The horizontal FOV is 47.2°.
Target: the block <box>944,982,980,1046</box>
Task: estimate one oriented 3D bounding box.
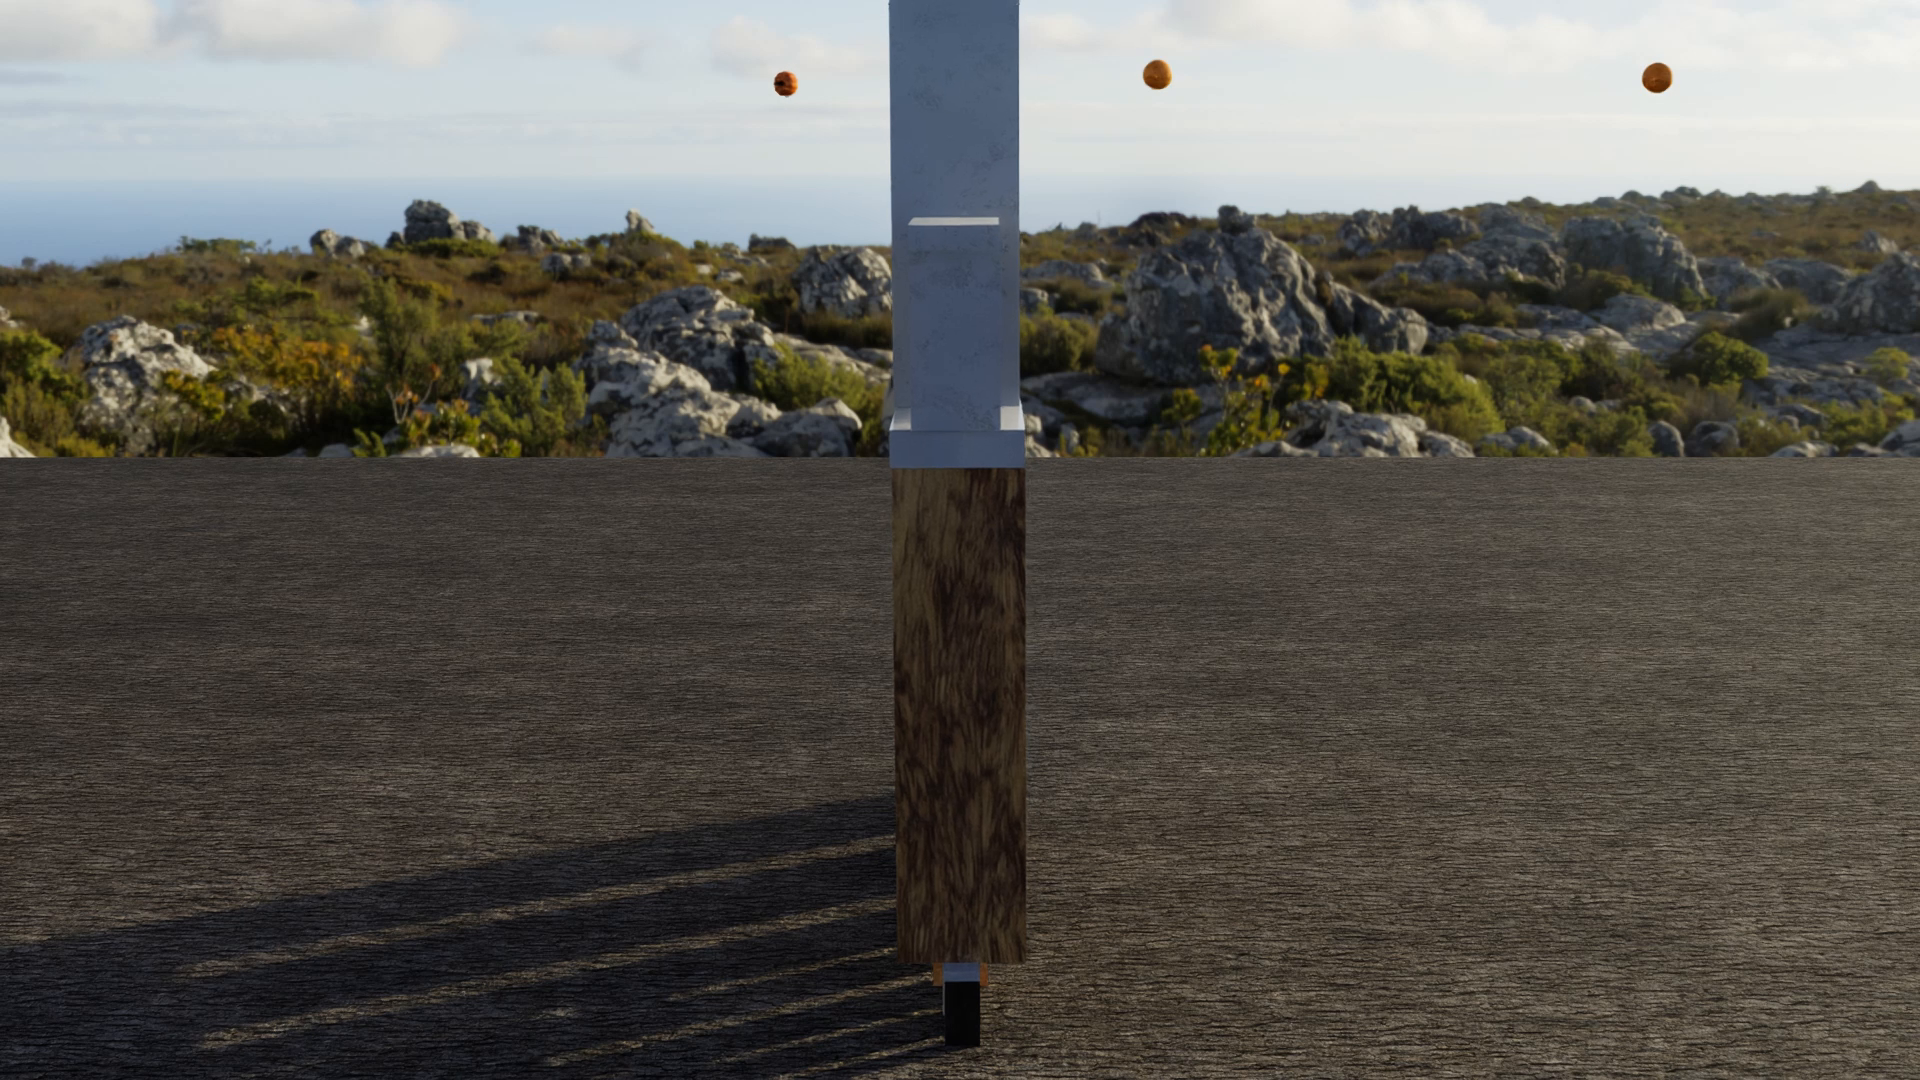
[{"bbox_3d":[0.003,0.654,3.057,0.049,0.097,0.014,0,11,0],"label":"block"}]

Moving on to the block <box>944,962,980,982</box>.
[{"bbox_3d":[0.003,0.594,3.080,0.049,0.014,0.097,0,10,1],"label":"block"}]

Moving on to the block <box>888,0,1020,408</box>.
[{"bbox_3d":[-0.007,-0.497,3.107,0.180,0.614,0.051,0,11,1],"label":"block"}]

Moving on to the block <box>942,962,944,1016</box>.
[{"bbox_3d":[0.000,0.634,3.162,0.050,0.099,0.014,0,10,0],"label":"block"}]

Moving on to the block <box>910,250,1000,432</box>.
[{"bbox_3d":[-0.006,-0.262,2.885,0.118,0.236,0.033,0,11,1],"label":"block"}]

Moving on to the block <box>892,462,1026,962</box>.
[{"bbox_3d":[0.000,0.239,3.028,0.179,0.701,0.051,0,10,0],"label":"block"}]

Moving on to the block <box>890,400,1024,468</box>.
[{"bbox_3d":[-0.002,-0.153,3.080,0.179,0.051,0.358,0,11,1],"label":"block"}]

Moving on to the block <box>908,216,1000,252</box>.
[{"bbox_3d":[-0.007,-0.409,2.936,0.118,0.033,0.236,0,11,1],"label":"block"}]

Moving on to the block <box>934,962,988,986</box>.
[{"bbox_3d":[0.001,0.582,3.269,0.081,0.162,0.023,0,11,-1],"label":"block"}]
